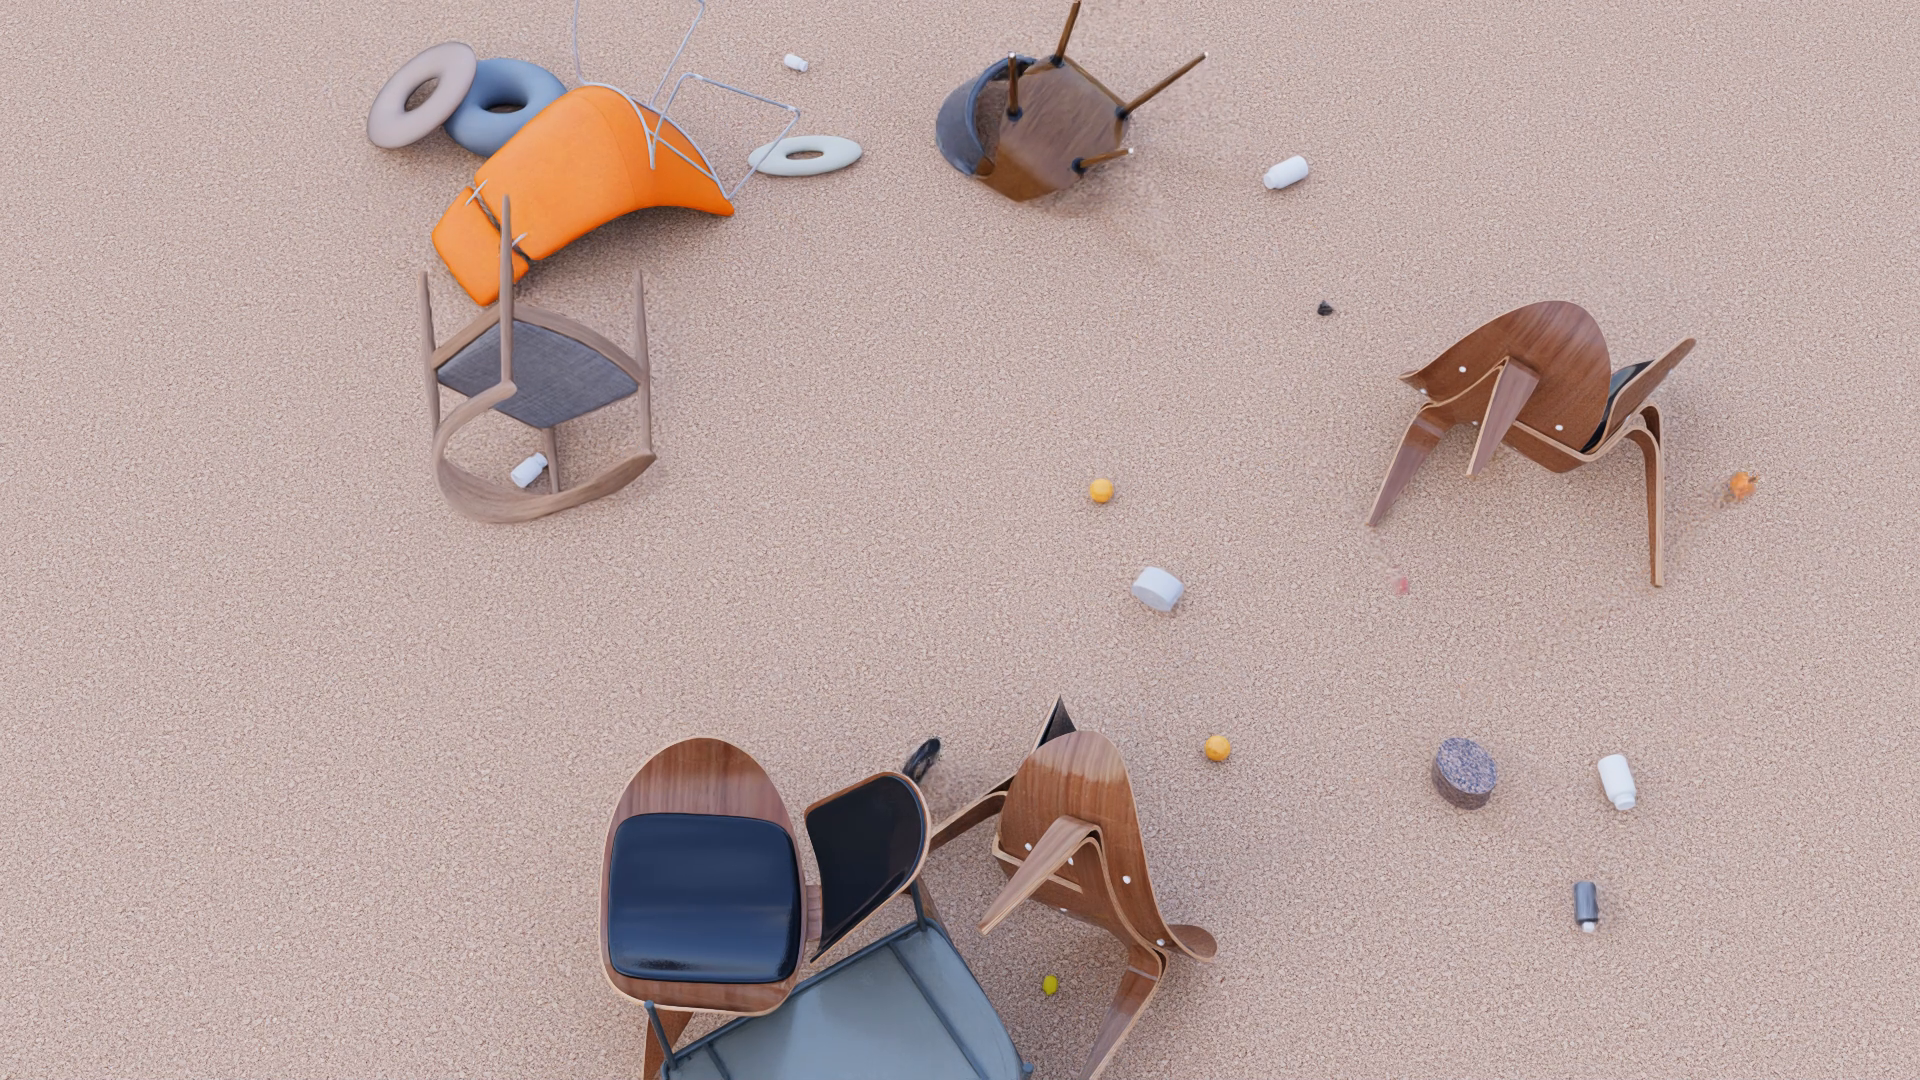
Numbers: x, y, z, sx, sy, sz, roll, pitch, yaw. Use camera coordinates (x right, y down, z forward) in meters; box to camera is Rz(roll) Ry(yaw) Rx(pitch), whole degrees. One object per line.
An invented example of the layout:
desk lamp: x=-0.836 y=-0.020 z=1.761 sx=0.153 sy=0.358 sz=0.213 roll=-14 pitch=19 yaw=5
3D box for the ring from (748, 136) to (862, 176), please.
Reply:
ring: x=-0.523 y=-1.296 z=7.415 sx=0.387 sy=0.048 sz=0.168 roll=-6 pitch=55 yaw=-4

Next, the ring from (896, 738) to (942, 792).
ring: x=-0.113 y=0.620 z=6.056 sx=0.043 sy=0.182 sz=0.180 roll=36 pitch=93 yaw=10

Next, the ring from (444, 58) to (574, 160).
ring: x=-1.540 y=-1.462 z=7.455 sx=0.484 sy=0.165 sz=0.405 roll=23 pitch=56 yaw=19

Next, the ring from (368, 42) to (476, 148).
ring: x=-1.821 y=-1.505 z=7.438 sx=0.466 sy=0.066 sz=0.436 roll=-34 pitch=46 yaw=10

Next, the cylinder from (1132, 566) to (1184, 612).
cylinder: x=0.578 y=0.144 z=6.426 sx=0.133 sy=0.086 sz=0.078 roll=28 pitch=60 yaw=19

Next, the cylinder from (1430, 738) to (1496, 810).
cylinder: x=1.393 y=0.646 z=6.083 sx=0.148 sy=0.094 sz=0.186 roll=-28 pitch=60 yaw=-17
